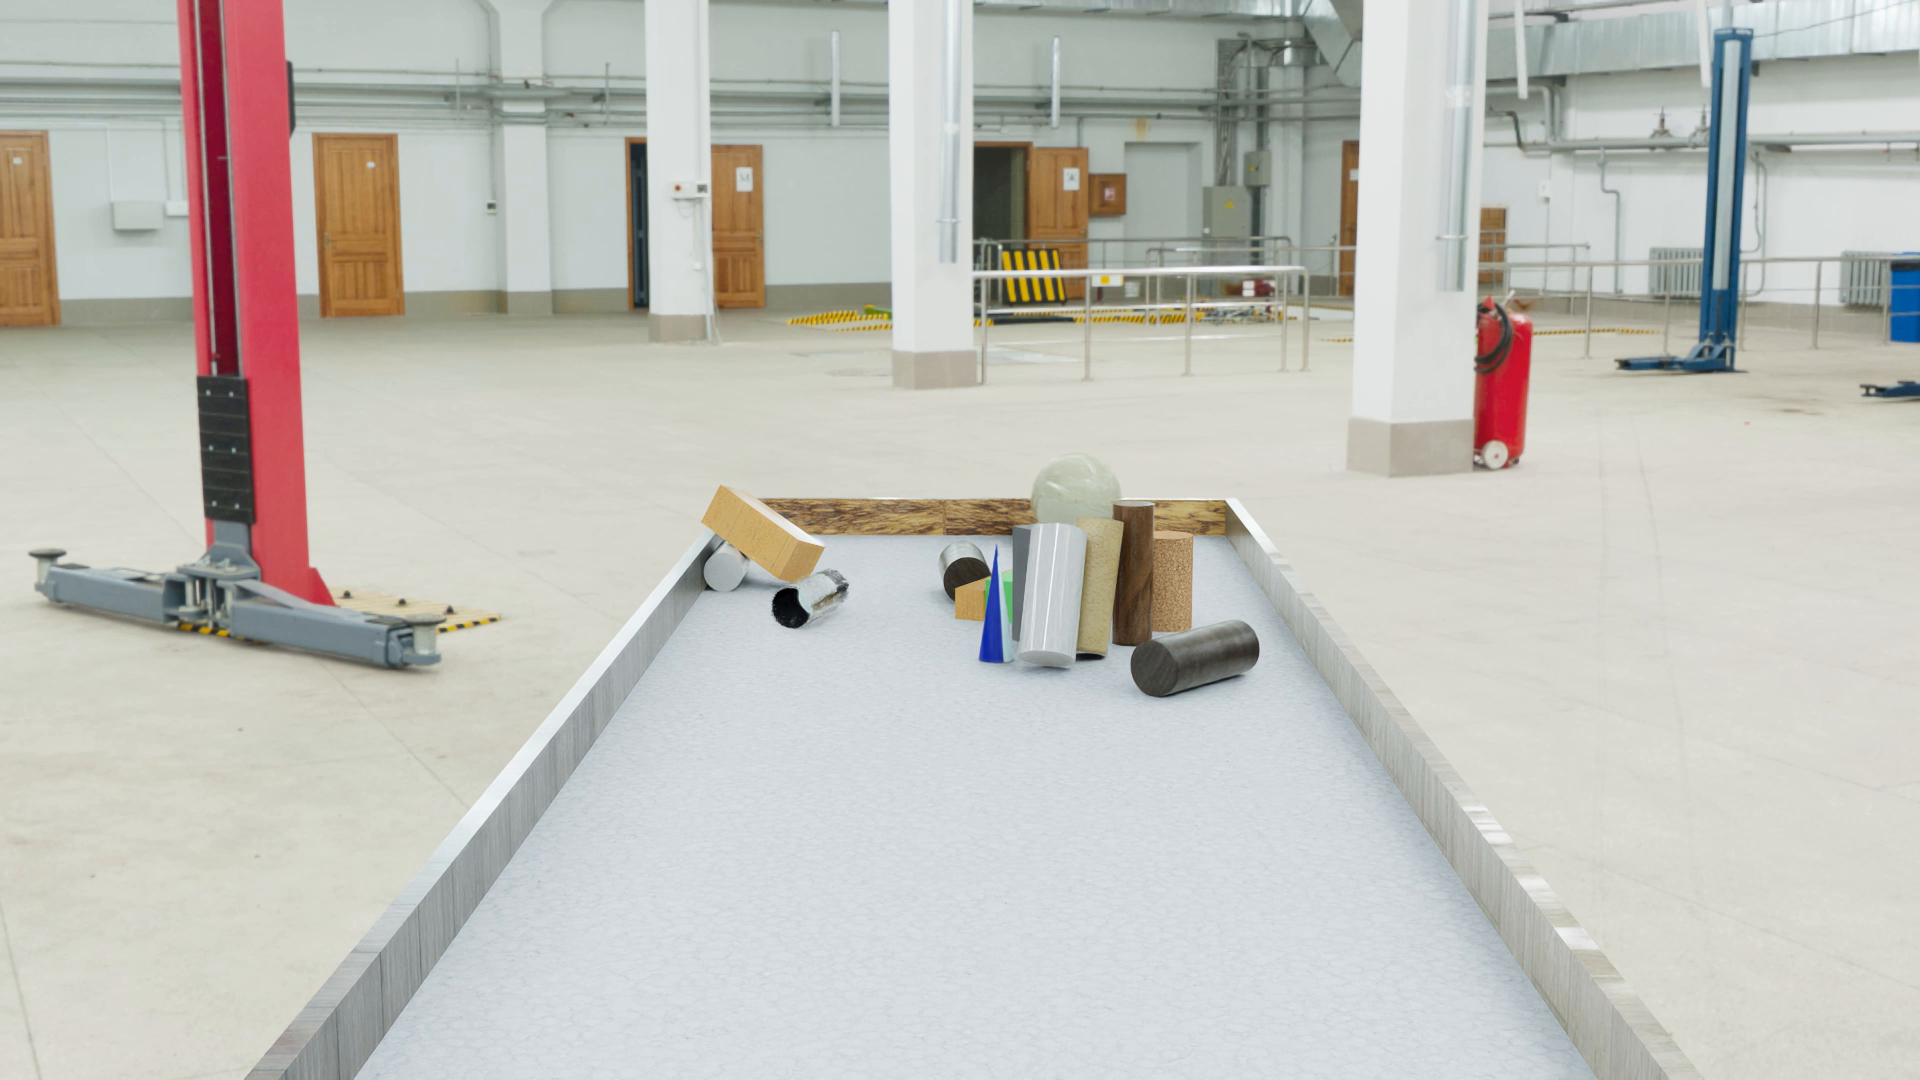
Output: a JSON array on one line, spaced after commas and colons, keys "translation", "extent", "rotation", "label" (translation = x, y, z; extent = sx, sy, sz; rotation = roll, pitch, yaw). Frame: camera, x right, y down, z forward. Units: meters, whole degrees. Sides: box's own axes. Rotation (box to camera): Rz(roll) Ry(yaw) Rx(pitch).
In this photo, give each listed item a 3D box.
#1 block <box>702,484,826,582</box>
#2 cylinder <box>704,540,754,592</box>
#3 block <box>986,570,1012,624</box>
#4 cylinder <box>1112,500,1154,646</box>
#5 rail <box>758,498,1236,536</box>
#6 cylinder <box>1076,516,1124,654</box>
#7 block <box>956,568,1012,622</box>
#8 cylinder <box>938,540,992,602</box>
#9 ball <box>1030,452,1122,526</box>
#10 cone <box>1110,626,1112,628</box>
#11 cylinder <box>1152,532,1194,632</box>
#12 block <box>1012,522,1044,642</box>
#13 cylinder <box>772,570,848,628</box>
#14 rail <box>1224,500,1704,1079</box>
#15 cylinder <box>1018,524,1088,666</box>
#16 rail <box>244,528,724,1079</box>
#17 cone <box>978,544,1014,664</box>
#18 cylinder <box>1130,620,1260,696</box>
[{"translation": [-0.719, -0.020, 8.015], "extent": [0.439, 0.159, 0.159], "rotation": [34, 10, 33], "label": "block"}, {"translation": [-0.841, 0.083, 8.040], "extent": [0.140, 0.140, 0.409], "rotation": [0, 9, 1], "label": "cylinder"}, {"translation": [0.232, 0.179, 7.439], "extent": [0.139, 0.139, 0.378], "rotation": [5, 10, 27], "label": "block"}, {"translation": [0.545, 0.105, 6.928], "extent": [0.128, 0.444, 0.128], "rotation": [0, 9, 0], "label": "cylinder"}, {"translation": [0.099, -0.098, 9.147], "extent": [2.100, 0.150, 0.050], "rotation": [0, 9, 1], "label": "rail"}, {"translation": [0.405, 0.140, 6.744], "extent": [0.146, 0.409, 0.146], "rotation": [8, -4, 1], "label": "cylinder"}, {"translation": [0.133, 0.184, 7.515], "extent": [0.104, 0.104, 0.448], "rotation": [5, 10, 27], "label": "block"}, {"translation": [0.016, 0.114, 7.749], "extent": [0.169, 0.169, 0.351], "rotation": [-1, 9, -3], "label": "cylinder"}, {"translation": [0.472, -0.172, 8.916], "extent": [0.368, 0.368, 0.368], "rotation": [0, 9, 0], "label": "ball"}, {"translation": [0.417, 0.109, 7.196], "extent": [0.161, 0.352, 0.161], "rotation": [0, 9, 0], "label": "cone"}, {"translation": [0.675, 0.135, 7.183], "extent": [0.168, 0.306, 0.168], "rotation": [0, 9, 0], "label": "cylinder"}, {"translation": [0.251, 0.139, 6.959], "extent": [0.122, 0.367, 0.122], "rotation": [-7, 11, -36], "label": "block"}, {"translation": [-0.497, 0.195, 7.344], "extent": [0.137, 0.137, 0.365], "rotation": [3, 9, 17], "label": "cylinder"}, {"translation": [1.046, 0.843, 3.208], "extent": [0.050, 0.150, 12.000], "rotation": [0, 9, 1], "label": "rail"}, {"translation": [0.279, 0.165, 6.595], "extent": [0.172, 0.396, 0.172], "rotation": [6, -18, 2], "label": "cylinder"}, {"translation": [-1.004, 0.839, 3.234], "extent": [0.050, 0.150, 12.000], "rotation": [0, 9, 1], "label": "rail"}, {"translation": [0.111, 0.186, 6.674], "extent": [0.113, 0.363, 0.113], "rotation": [0, 9, 0], "label": "cone"}, {"translation": [0.682, 0.338, 6.355], "extent": [0.161, 0.161, 0.414], "rotation": [8, 12, 41], "label": "cylinder"}]
